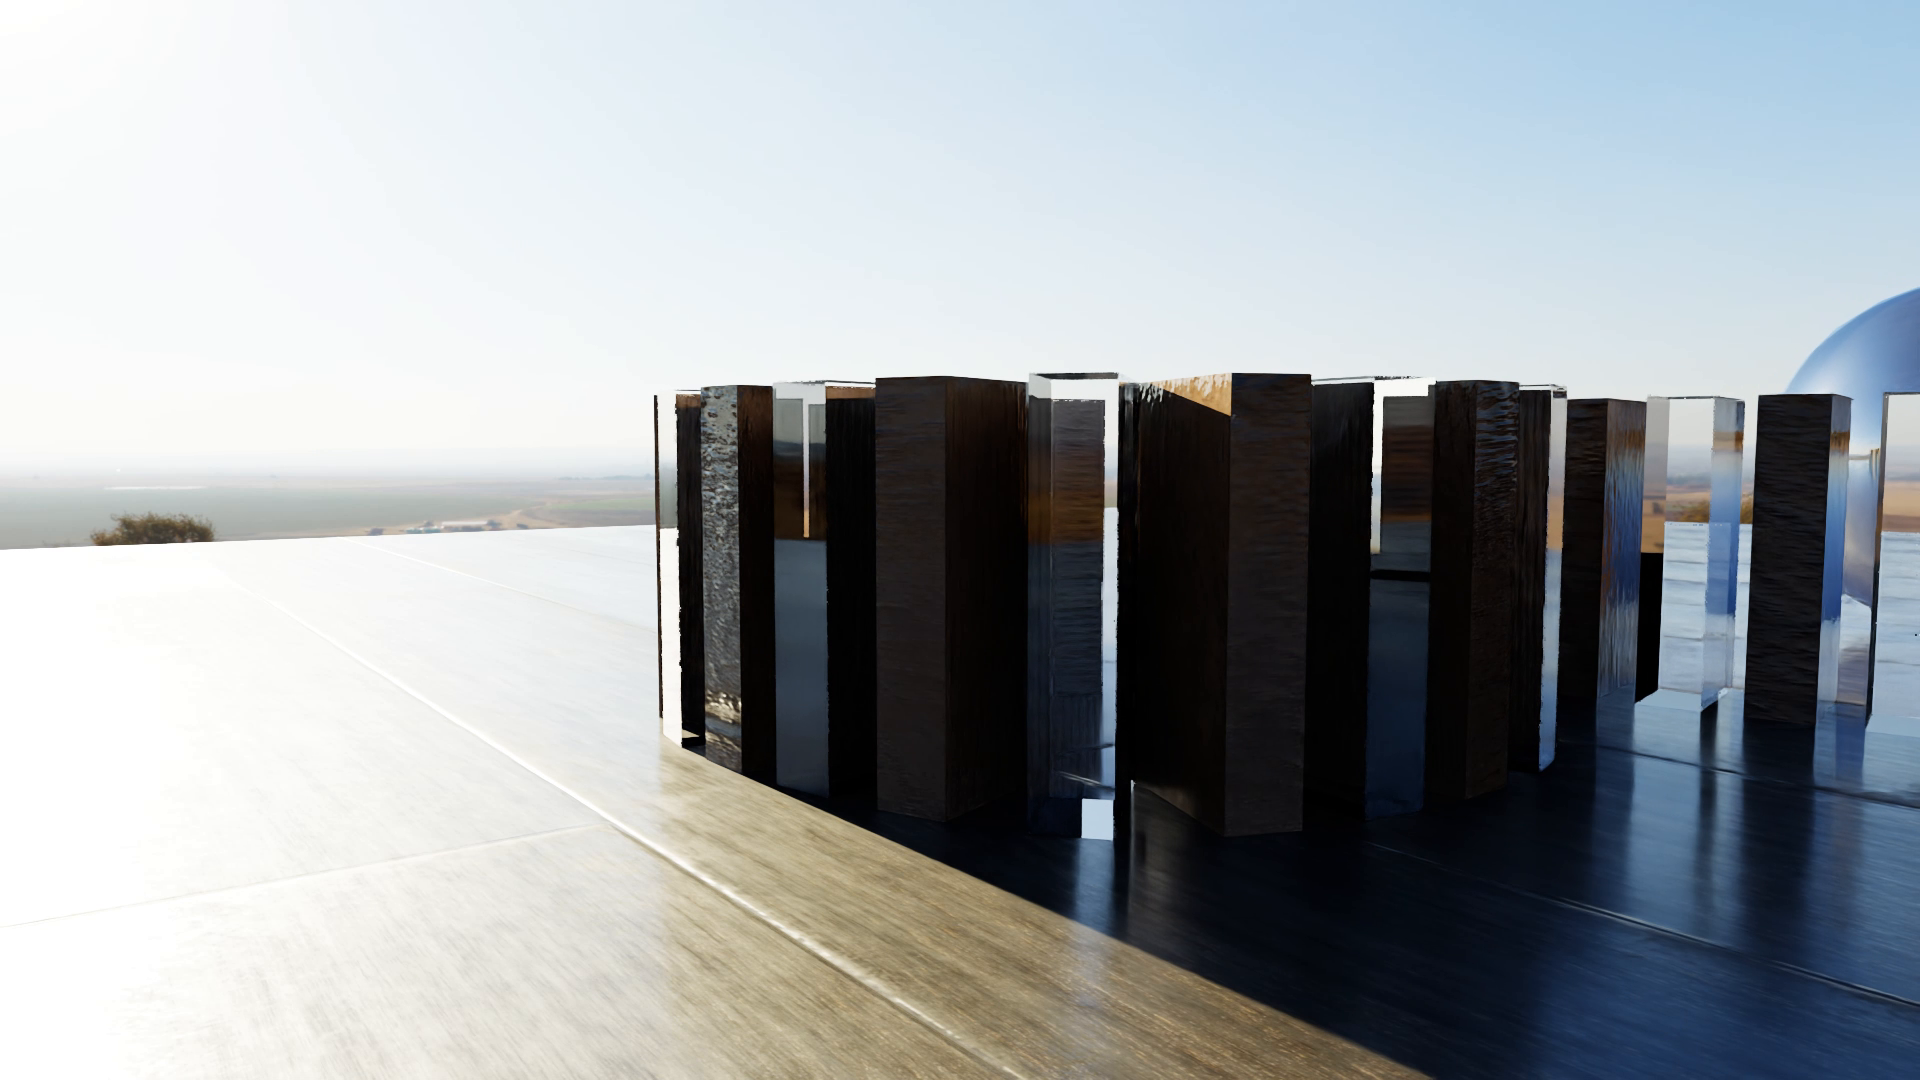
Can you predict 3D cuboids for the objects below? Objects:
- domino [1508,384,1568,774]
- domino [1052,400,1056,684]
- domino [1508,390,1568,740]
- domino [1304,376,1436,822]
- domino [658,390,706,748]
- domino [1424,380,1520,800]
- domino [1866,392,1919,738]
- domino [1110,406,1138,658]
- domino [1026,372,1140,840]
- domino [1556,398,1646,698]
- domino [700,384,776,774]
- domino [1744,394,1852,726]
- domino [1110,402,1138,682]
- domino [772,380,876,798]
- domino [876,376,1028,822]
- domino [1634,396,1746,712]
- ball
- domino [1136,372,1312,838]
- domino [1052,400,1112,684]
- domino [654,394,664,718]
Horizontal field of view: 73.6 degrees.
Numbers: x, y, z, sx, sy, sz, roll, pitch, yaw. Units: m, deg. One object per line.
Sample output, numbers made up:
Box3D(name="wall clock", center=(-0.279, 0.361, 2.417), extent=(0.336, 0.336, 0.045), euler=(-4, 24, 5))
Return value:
Box3D(name="domino", center=(0.067, 0.004, 0.175), extent=(0.025, 0.050, 0.009), euler=(3, 5, 36))
Box3D(name="domino", center=(0.004, 0.000, 0.230), extent=(0.025, 0.050, 0.010), euler=(3, 5, 35))
Box3D(name="domino", center=(0.074, 0.003, 0.189), extent=(0.025, 0.050, 0.009), euler=(1, 4, 7))
Box3D(name="domino", center=(0.044, 0.006, 0.156), extent=(0.010, 0.050, 0.025), euler=(-2, 5, -28))
Box3D(name="domino", center=(-0.030, 0.003, 0.188), extent=(0.025, 0.050, 0.009), euler=(-2, 5, -28))
Box3D(name="domino", center=(0.057, 0.005, 0.164), extent=(0.009, 0.050, 0.025), euler=(-3, 5, -38))
Box3D(name="domino", center=(0.146, 0.003, 0.195), extent=(0.009, 0.050, 0.025), euler=(3, 5, 38))
Box3D(name="domino", center=(0.032, -0.002, 0.267), extent=(0.009, 0.050, 0.025), euler=(1, 4, 16))
Box3D(name="domino", center=(0.015, 0.006, 0.149), extent=(0.009, 0.050, 0.025), euler=(1, 4, 13))
Box3D(name="domino", center=(0.111, 0.001, 0.225), extent=(0.009, 0.050, 0.025), euler=(4, 6, 41))
Box3D(name="domino", center=(-0.022, 0.004, 0.176), extent=(0.025, 0.050, 0.009), euler=(-4, 6, -40))
Box3D(name="domino", center=(0.134, 0.002, 0.205), extent=(0.010, 0.050, 0.025), euler=(4, 6, 40))
Box3D(name="domino", center=(0.032, 0.000, 0.240), extent=(0.009, 0.050, 0.025), euler=(0, 4, -4))
Box3D(name="domino", center=(-0.011, 0.005, 0.165), extent=(0.009, 0.050, 0.025), euler=(4, 6, 41))
Box3D(name="domino", center=(0.001, 0.006, 0.156), extent=(0.010, 0.050, 0.025), euler=(3, 5, 32))
Box3D(name="domino", center=(0.122, 0.001, 0.215), extent=(0.009, 0.050, 0.025), euler=(4, 6, 41))
Box3D(name="ball", center=(0.229, -0.019, 0.289), extent=(0.080, 0.080, 0.080), euler=(0, 4, 0))
Box3D(name="domino", center=(0.030, 0.006, 0.150), extent=(0.009, 0.050, 0.025), euler=(-1, 4, -15))
Box3D(name="domino", center=(0.018, 0.000, 0.238), extent=(0.010, 0.050, 0.025), euler=(-2, 5, -21))
Box3D(name="domino", center=(-0.034, 0.002, 0.203), extent=(0.025, 0.050, 0.009), euler=(0, 4, 0))
